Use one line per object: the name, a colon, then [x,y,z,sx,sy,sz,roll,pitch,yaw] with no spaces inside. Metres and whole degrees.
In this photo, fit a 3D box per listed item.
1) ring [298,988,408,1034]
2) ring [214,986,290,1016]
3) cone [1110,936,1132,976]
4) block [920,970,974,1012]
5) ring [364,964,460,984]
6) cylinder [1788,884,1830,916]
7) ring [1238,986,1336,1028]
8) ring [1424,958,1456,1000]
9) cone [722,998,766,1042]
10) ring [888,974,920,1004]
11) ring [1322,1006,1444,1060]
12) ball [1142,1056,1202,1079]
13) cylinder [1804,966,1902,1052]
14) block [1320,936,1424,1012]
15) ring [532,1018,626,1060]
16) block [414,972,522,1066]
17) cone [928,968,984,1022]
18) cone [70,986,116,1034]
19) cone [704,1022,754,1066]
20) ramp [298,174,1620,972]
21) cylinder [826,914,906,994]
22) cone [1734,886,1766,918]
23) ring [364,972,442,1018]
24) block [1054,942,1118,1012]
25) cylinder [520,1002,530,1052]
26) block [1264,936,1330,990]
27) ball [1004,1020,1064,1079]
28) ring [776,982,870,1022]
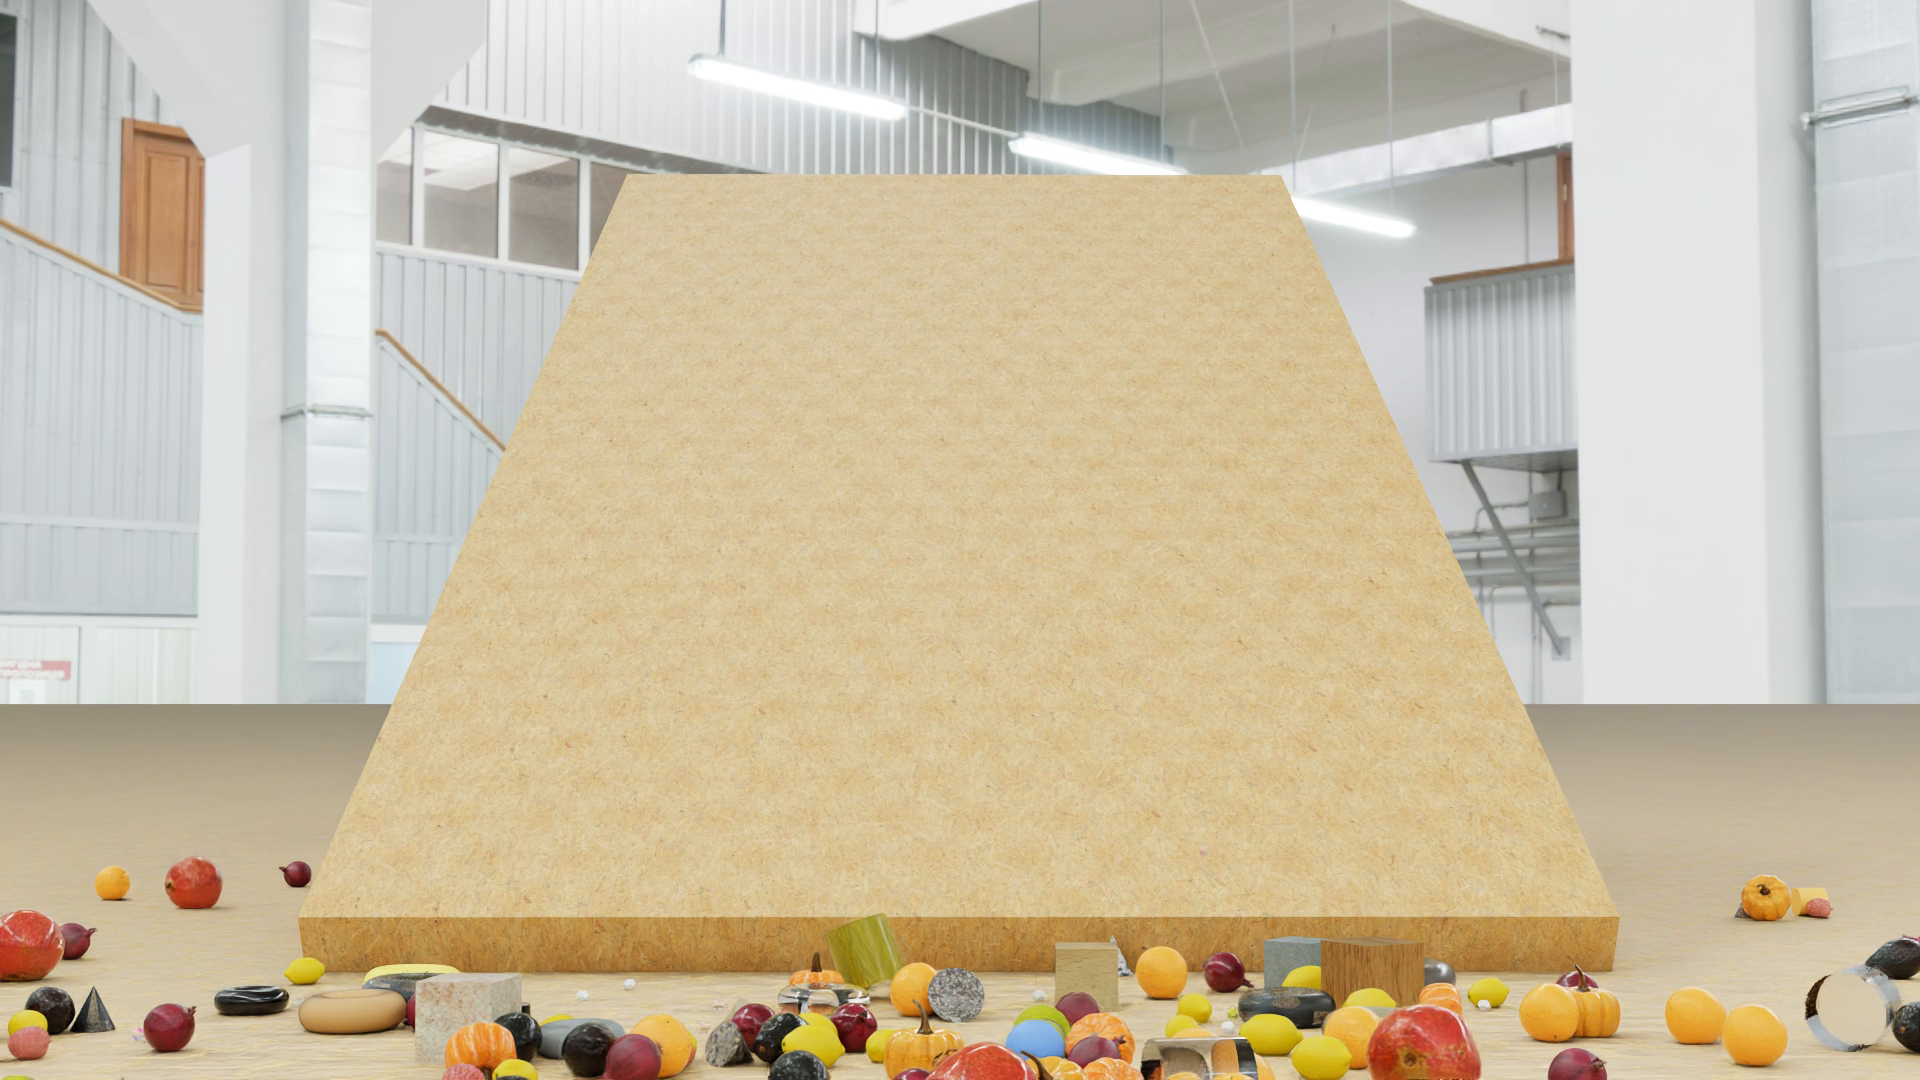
ring: [-0.770,0.597,2.968,0.134,0.045,0.134,-1,-4,0]
ring: [-0.945,0.614,3.123,0.098,0.033,0.098,-1,-5,0]
cone: [0.232,0.629,3.553,0.060,0.060,0.060,0,-4,0]
block: [-0.017,0.606,3.138,0.051,0.051,0.051,-3,-5,37]
ring: [-0.757,0.616,3.247,0.138,0.046,0.138,1,-5,0]
cylinder: [1.636,0.696,4.508,0.053,0.053,0.053,29,-12,-14]
ring: [0.420,0.601,3.010,0.127,0.042,0.127,-1,-3,0]
ring: [0.622,0.617,3.290,0.148,0.049,0.148,-1,-3,0]
cone: [-0.280,0.598,2.849,0.060,0.060,0.060,-39,-21,22]
ring: [-0.043,0.618,3.225,0.111,0.037,0.111,0,-7,0]
ring: [0.500,0.582,2.768,0.143,0.048,0.143,1,-3,0]
ball: [0.213,0.548,2.349,0.060,0.060,0.060,0,-4,0]
cylinder: [1.075,0.563,2.815,0.093,0.093,0.093,-3,-5,33]
block: [0.547,0.581,3.107,0.096,0.096,0.096,2,-4,-31]
ring: [-0.448,0.587,2.756,0.109,0.036,0.109,-1,-2,0]
block: [-0.572,0.557,2.727,0.093,0.093,0.093,-1,-4,10]
cone: [-0.011,0.610,3.073,0.075,0.075,0.075,1,-30,-11]
cone: [-1.095,0.591,2.958,0.056,0.056,0.056,0,-4,0]
cone: [-0.255,0.589,2.689,0.054,0.054,0.054,-4,-32,44]
ramp: [-0.009,-0.229,5.375,2.000,0.100,4.000,0,25,0]
cylinder: [-0.131,0.580,3.262,0.091,0.091,0.091,-19,-16,-5]
cone: [1.508,0.691,4.472,0.058,0.058,0.058,0,-4,0]
ring: [-0.721,0.605,3.112,0.149,0.050,0.149,1,-5,0]
block: [0.171,0.591,3.167,0.084,0.084,0.084,0,-4,2]
cylinder: [-0.540,0.581,2.794,0.053,0.053,0.053,0,-4,0]
block: [0.483,0.605,3.317,0.076,0.076,0.076,-3,-5,37]
ball: [0.082,0.559,2.567,0.066,0.066,0.066,0,-4,0]
ring: [-0.180,0.607,3.078,0.123,0.041,0.123,1,-5,0]
